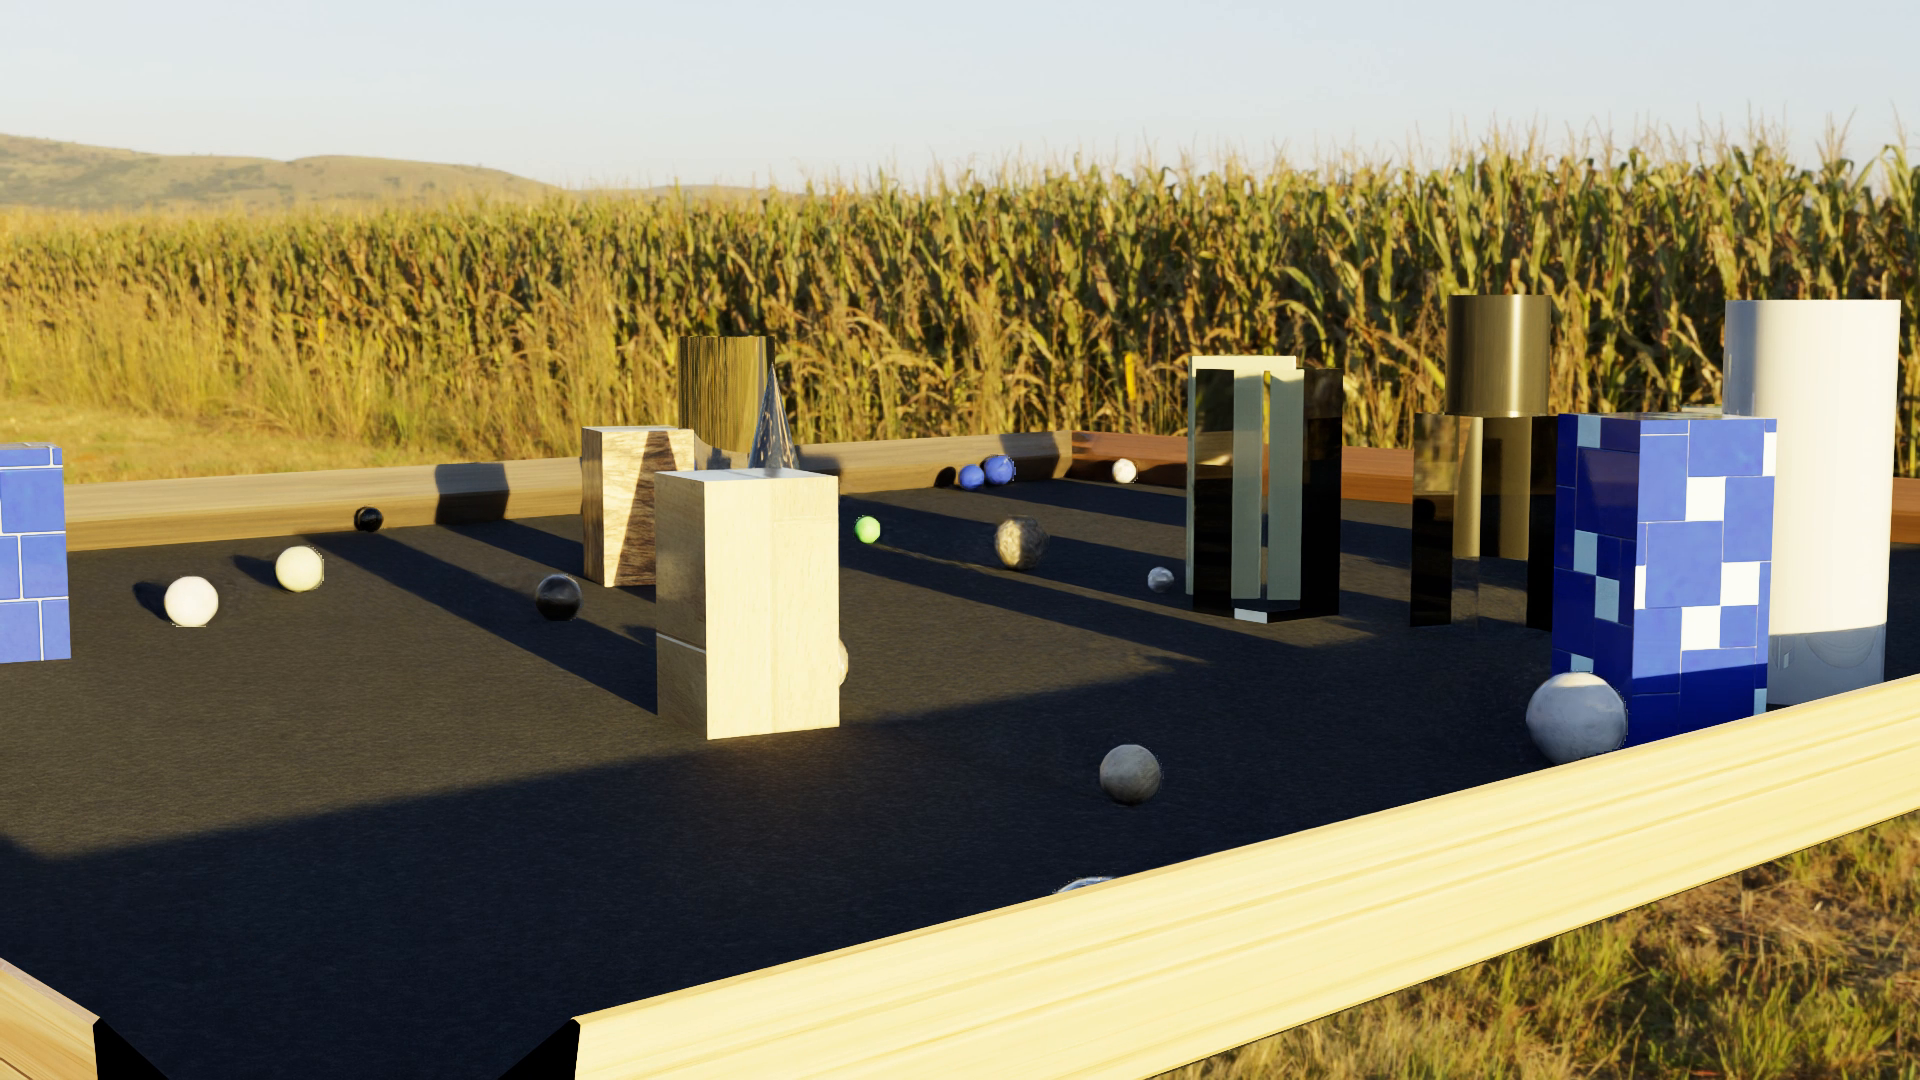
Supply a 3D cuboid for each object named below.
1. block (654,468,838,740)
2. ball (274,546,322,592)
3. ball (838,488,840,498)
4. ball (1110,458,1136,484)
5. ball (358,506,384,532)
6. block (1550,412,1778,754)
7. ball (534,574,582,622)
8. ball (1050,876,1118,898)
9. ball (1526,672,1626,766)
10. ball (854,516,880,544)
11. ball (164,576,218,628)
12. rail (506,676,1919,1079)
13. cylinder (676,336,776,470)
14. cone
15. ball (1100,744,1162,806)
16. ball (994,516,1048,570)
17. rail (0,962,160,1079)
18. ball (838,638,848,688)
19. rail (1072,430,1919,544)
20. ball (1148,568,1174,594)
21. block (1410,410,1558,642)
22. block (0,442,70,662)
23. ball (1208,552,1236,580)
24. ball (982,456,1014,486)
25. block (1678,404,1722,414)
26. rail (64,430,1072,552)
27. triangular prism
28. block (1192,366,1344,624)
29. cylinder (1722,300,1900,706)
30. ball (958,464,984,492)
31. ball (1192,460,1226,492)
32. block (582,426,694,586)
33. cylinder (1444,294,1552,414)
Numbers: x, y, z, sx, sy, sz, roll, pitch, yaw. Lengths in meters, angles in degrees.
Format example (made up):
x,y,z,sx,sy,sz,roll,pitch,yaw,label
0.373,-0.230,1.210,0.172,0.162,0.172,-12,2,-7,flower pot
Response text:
x,y,z,sx,sy,sz,roll,pitch,yaw,label
-0.230,0.063,2.357,0.149,0.267,0.149,-3,7,-28,block
-1.035,0.045,3.442,0.072,0.072,0.072,0,6,0,ball
-0.297,-0.105,4.951,0.053,0.053,0.053,0,6,0,ball
0.412,-0.173,5.543,0.063,0.063,0.063,0,6,0,ball
-1.169,-0.041,4.360,0.050,0.050,0.050,0,6,0,ball
0.697,0.045,2.192,0.149,0.337,0.149,-2,6,-15,block
-0.570,0.082,3.124,0.066,0.066,0.066,0,6,0,ball
0.087,0.256,1.368,0.091,0.091,0.091,0,6,0,ball
0.594,0.173,2.122,0.093,0.093,0.093,0,6,0,ball
-0.175,-0.019,4.154,0.050,0.050,0.050,0,6,0,ball
-1.071,0.086,3.063,0.072,0.072,0.072,0,6,0,ball
1.071,0.154,2.179,3.753,0.121,0.045,-6,8,-42,rail
-0.444,-0.194,4.196,0.186,0.388,0.186,0,6,0,cylinder
-0.262,-0.066,3.090,0.186,0.368,0.186,0,6,0,cone
0.152,0.210,1.968,0.055,0.055,0.055,0,6,0,ball
0.103,0.005,3.731,0.092,0.092,0.092,0,6,0,ball
-1.362,0.164,2.083,0.045,0.121,3.205,-6,8,-42,rail
-0.169,0.139,2.500,0.084,0.084,0.084,0,6,0,ball
1.362,-0.101,4.582,0.045,0.121,3.205,-6,8,-42,rail
0.312,0.063,3.425,0.041,0.041,0.041,0,6,0,ball
0.726,-0.023,3.014,0.149,0.299,0.149,-3,7,-24,block
-1.231,0.014,2.812,0.149,0.267,0.149,-3,7,-28,block
0.426,0.044,3.584,0.046,0.046,0.046,0,6,0,ball
0.095,-0.173,5.479,0.076,0.076,0.076,0,6,0,ball
1.154,-0.052,3.302,0.149,0.296,0.149,2,6,15,block
-1.071,-0.091,4.486,3.753,0.121,0.045,-6,8,-42,rail
0.435,-0.106,3.465,0.161,0.369,0.140,0,6,1,triangular prism
0.445,-0.070,3.186,0.149,0.356,0.149,-5,8,-38,block
0.969,-0.048,2.526,0.186,0.451,0.186,0,6,0,cylinder
0.028,-0.151,5.326,0.065,0.065,0.065,0,6,0,ball
0.601,-0.156,5.308,0.078,0.078,0.078,0,6,0,ball
-0.526,-0.059,3.592,0.149,0.247,0.149,-3,7,-22,block
0.983,-0.215,4.036,0.186,0.465,0.186,0,6,0,cylinder
